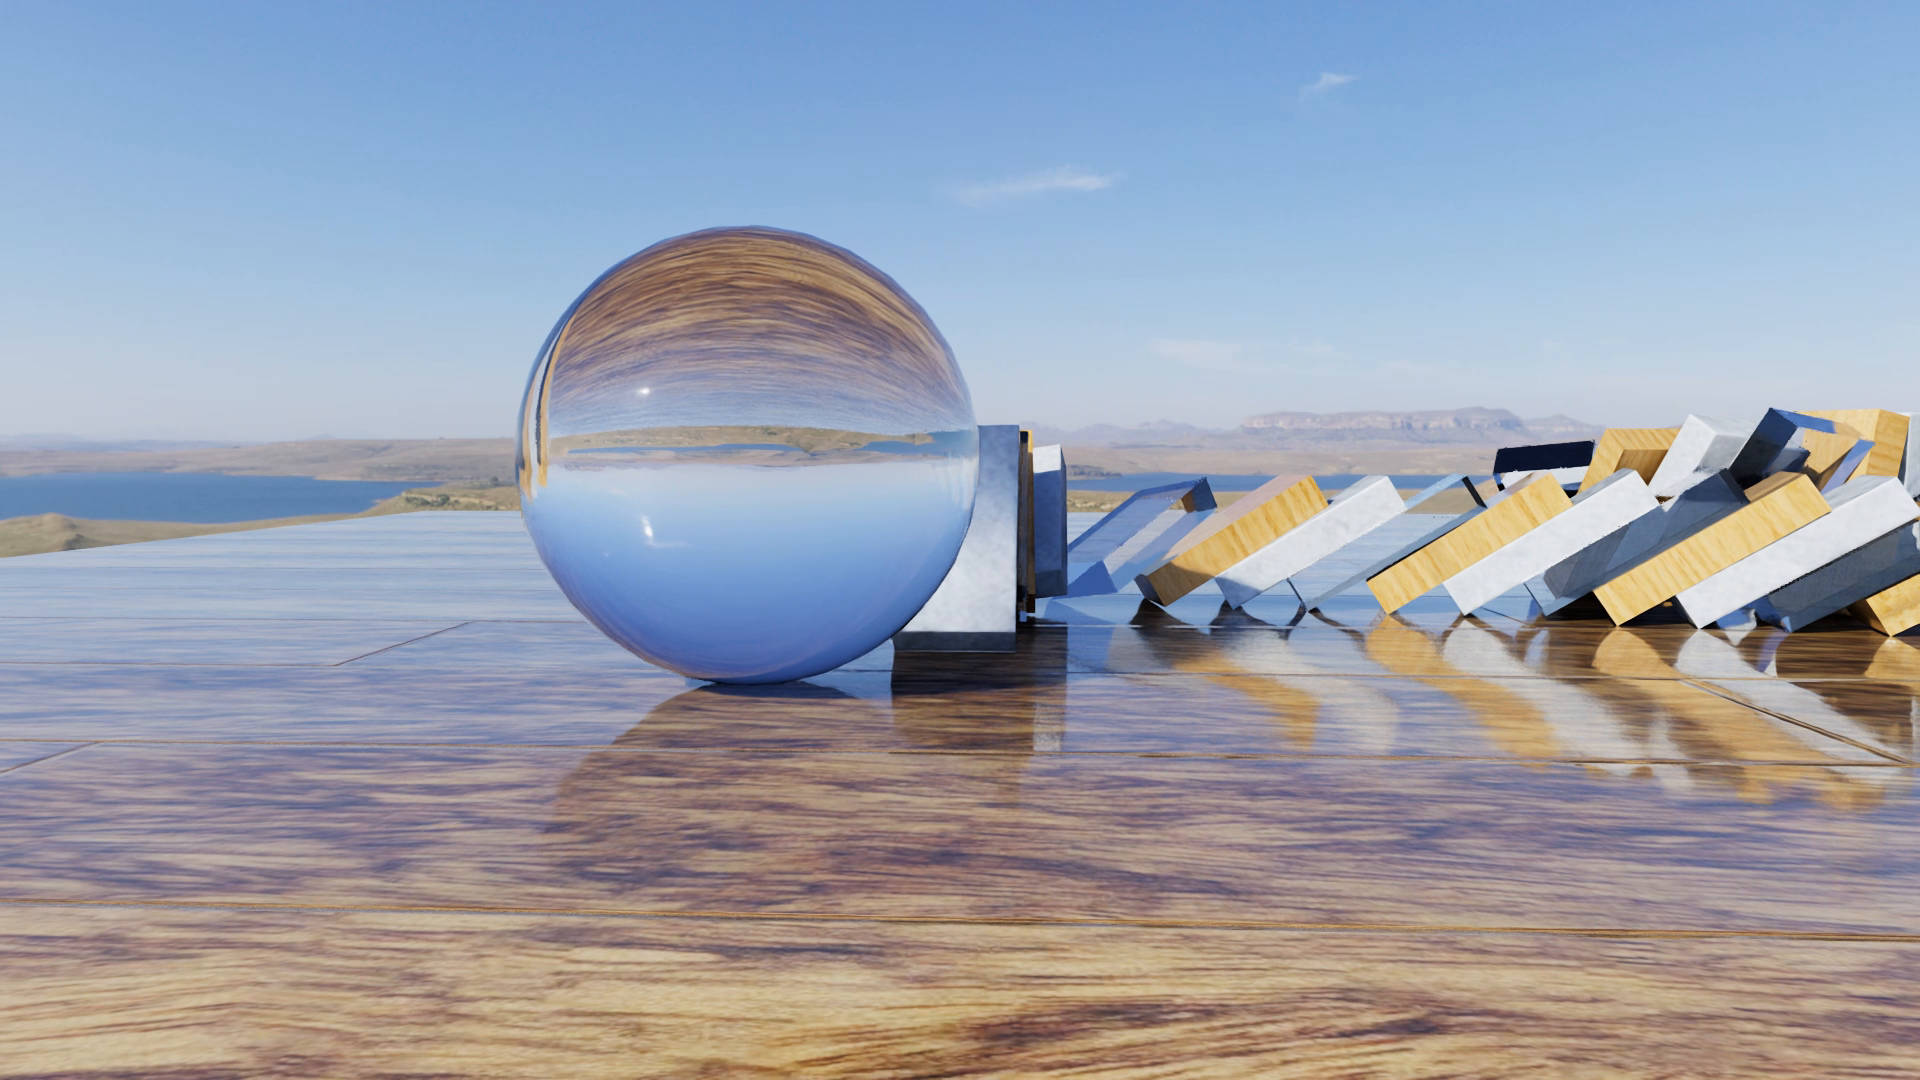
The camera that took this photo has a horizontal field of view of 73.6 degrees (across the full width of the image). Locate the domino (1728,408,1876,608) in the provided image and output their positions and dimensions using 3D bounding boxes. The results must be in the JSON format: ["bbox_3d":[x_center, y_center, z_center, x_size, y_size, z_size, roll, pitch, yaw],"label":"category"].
[{"bbox_3d":[0.201,-0.007,0.321,0.025,0.050,0.010,8,32,-18],"label":"domino"}]

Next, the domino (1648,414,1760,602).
[{"bbox_3d":[0.188,-0.007,0.330,0.025,0.050,0.009,3,33,-17],"label":"domino"}]

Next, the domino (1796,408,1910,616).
[{"bbox_3d":[0.219,-0.007,0.324,0.010,0.050,0.025,11,2,-13],"label":"domino"}]

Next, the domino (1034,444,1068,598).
[{"bbox_3d":[0.016,-0.005,0.348,0.025,0.009,0.050,-8,42,11],"label":"domino"}]

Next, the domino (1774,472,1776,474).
[{"bbox_3d":[0.255,-0.005,0.386,0.025,0.010,0.050,-3,41,-35],"label":"domino"}]

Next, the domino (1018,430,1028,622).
[{"bbox_3d":[0.004,-0.004,0.318,0.025,0.050,0.010,0,-32,4],"label":"domino"}]

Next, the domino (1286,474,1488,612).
[{"bbox_3d":[0.109,0.000,0.332,0.050,0.009,0.025,-32,-4,14],"label":"domino"}]

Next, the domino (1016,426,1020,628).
[{"bbox_3d":[0.001,-0.004,0.305,0.025,0.050,0.010,0,-30,4],"label":"domino"}]

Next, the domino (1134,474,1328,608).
[{"bbox_3d":[0.071,0.000,0.343,0.050,0.010,0.025,-31,5,-2],"label":"domino"}]

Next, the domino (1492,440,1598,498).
[{"bbox_3d":[0.171,-0.006,0.364,0.025,0.010,0.050,-4,-42,39],"label":"domino"}]

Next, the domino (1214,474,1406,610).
[{"bbox_3d":[0.090,0.000,0.338,0.050,0.009,0.025,-32,-1,9],"label":"domino"}]

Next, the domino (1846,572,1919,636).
[{"bbox_3d":[0.227,0.003,0.287,0.050,0.009,0.025,-32,-5,19],"label":"domino"}]

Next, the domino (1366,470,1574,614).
[{"bbox_3d":[0.128,0.000,0.325,0.050,0.010,0.025,-34,-6,16],"label":"domino"}]

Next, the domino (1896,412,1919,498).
[{"bbox_3d":[0.233,-0.007,0.329,0.010,0.050,0.025,0,4,-18],"label":"domino"}]

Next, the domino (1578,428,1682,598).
[{"bbox_3d":[0.178,-0.007,0.345,0.025,0.050,0.009,0,39,-5],"label":"domino"}]

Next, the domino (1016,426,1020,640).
[{"bbox_3d":[0.000,-0.002,0.283,0.025,0.050,0.010,0,-30,4],"label":"domino"}]

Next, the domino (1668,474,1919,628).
[{"bbox_3d":[0.192,0.002,0.299,0.050,0.009,0.025,-34,-8,19],"label":"domino"}]

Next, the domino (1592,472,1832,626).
[{"bbox_3d":[0.175,0.002,0.304,0.050,0.009,0.025,-35,-8,20],"label":"domino"}]

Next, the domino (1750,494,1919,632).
[{"bbox_3d":[0.209,0.003,0.293,0.050,0.010,0.025,-32,-6,18],"label":"domino"}]

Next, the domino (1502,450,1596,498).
[{"bbox_3d":[0.183,-0.006,0.379,0.050,0.009,0.025,46,-24,-29],"label":"domino"}]

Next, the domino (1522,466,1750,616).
[{"bbox_3d":[0.162,0.000,0.311,0.050,0.009,0.025,-35,-8,20],"label":"domino"}]

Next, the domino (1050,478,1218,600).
[{"bbox_3d":[0.047,-0.001,0.355,0.050,0.010,0.025,-35,16,-38],"label":"domino"}]

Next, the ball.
[{"bbox_3d":[-0.036,-0.014,0.226,0.080,0.080,0.080,0,4,0],"label":"ball"}]

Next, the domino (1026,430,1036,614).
[{"bbox_3d":[0.007,-0.005,0.330,0.025,0.050,0.009,-1,-33,3],"label":"domino"}]

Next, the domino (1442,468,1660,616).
[{"bbox_3d":[0.145,0.000,0.318,0.050,0.009,0.025,-35,-8,20],"label":"domino"}]

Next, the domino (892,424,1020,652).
[{"bbox_3d":[0.000,-0.001,0.271,0.025,0.050,0.009,0,-30,4],"label":"domino"}]
